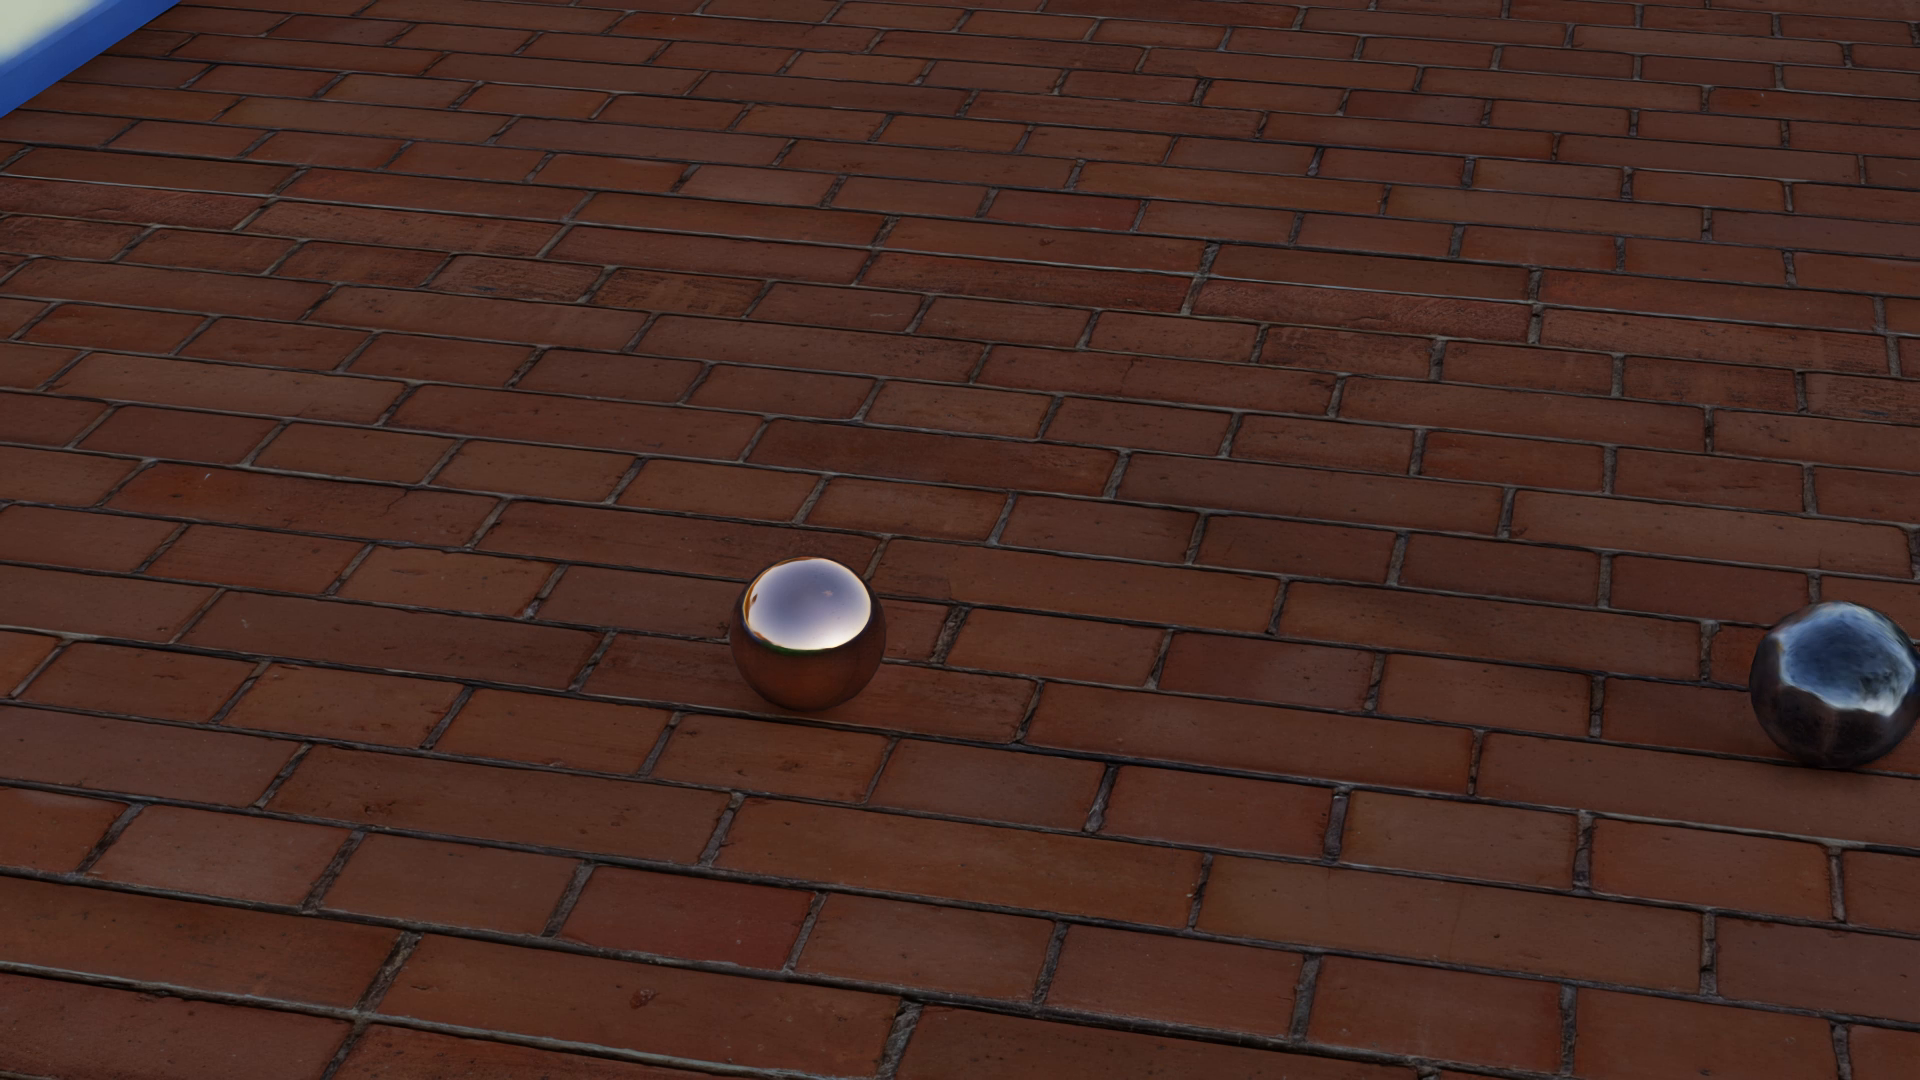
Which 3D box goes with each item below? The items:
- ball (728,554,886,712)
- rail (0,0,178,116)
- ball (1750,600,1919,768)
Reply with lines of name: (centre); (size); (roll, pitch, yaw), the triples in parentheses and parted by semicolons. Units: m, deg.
ball: (-0.085, 0.052, 1.639); (0.088, 0.088, 0.088); (0, 28, 0)
rail: (-0.766, -0.498, 2.650); (0.045, 0.127, 3.391); (6, 28, 11)
ball: (0.472, 0.078, 1.586); (0.090, 0.090, 0.090); (0, 28, 0)
